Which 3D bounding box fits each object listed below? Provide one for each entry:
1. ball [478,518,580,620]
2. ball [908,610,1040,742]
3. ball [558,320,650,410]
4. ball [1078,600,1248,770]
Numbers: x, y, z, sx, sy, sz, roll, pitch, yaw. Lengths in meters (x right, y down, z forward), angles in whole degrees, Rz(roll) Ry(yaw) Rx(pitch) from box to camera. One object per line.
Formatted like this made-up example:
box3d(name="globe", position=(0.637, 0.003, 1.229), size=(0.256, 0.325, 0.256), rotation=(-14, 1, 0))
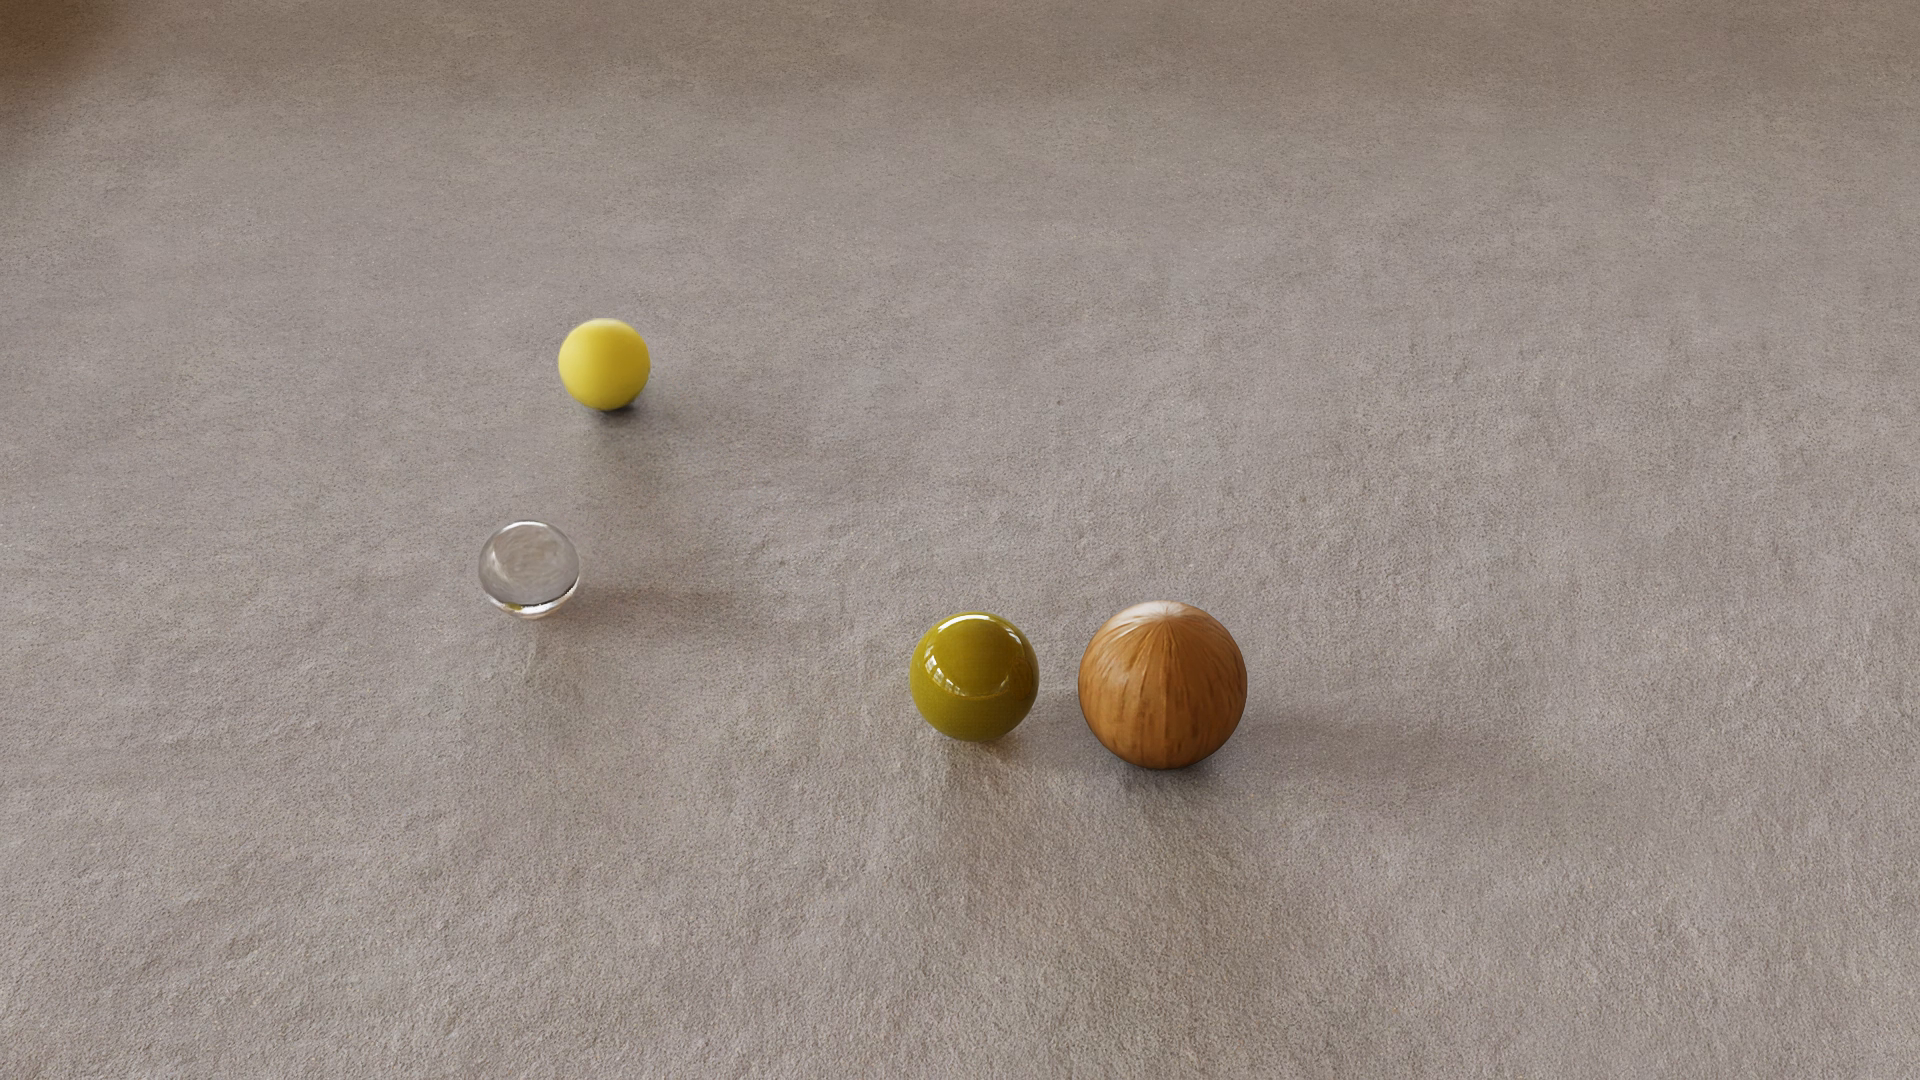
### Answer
box3d(name="ball", position=(-0.258, 0.017, 1.537), size=(0.060, 0.060, 0.060), rotation=(0, 37, 0))
box3d(name="ball", position=(0.008, 0.077, 1.446), size=(0.074, 0.074, 0.074), rotation=(0, 37, 0))
box3d(name="ball", position=(-0.238, -0.117, 1.718), size=(0.061, 0.061, 0.061), rotation=(0, 37, 0))
box3d(name="ball", position=(0.112, 0.080, 1.424), size=(0.094, 0.094, 0.094), rotation=(0, 37, 0))
